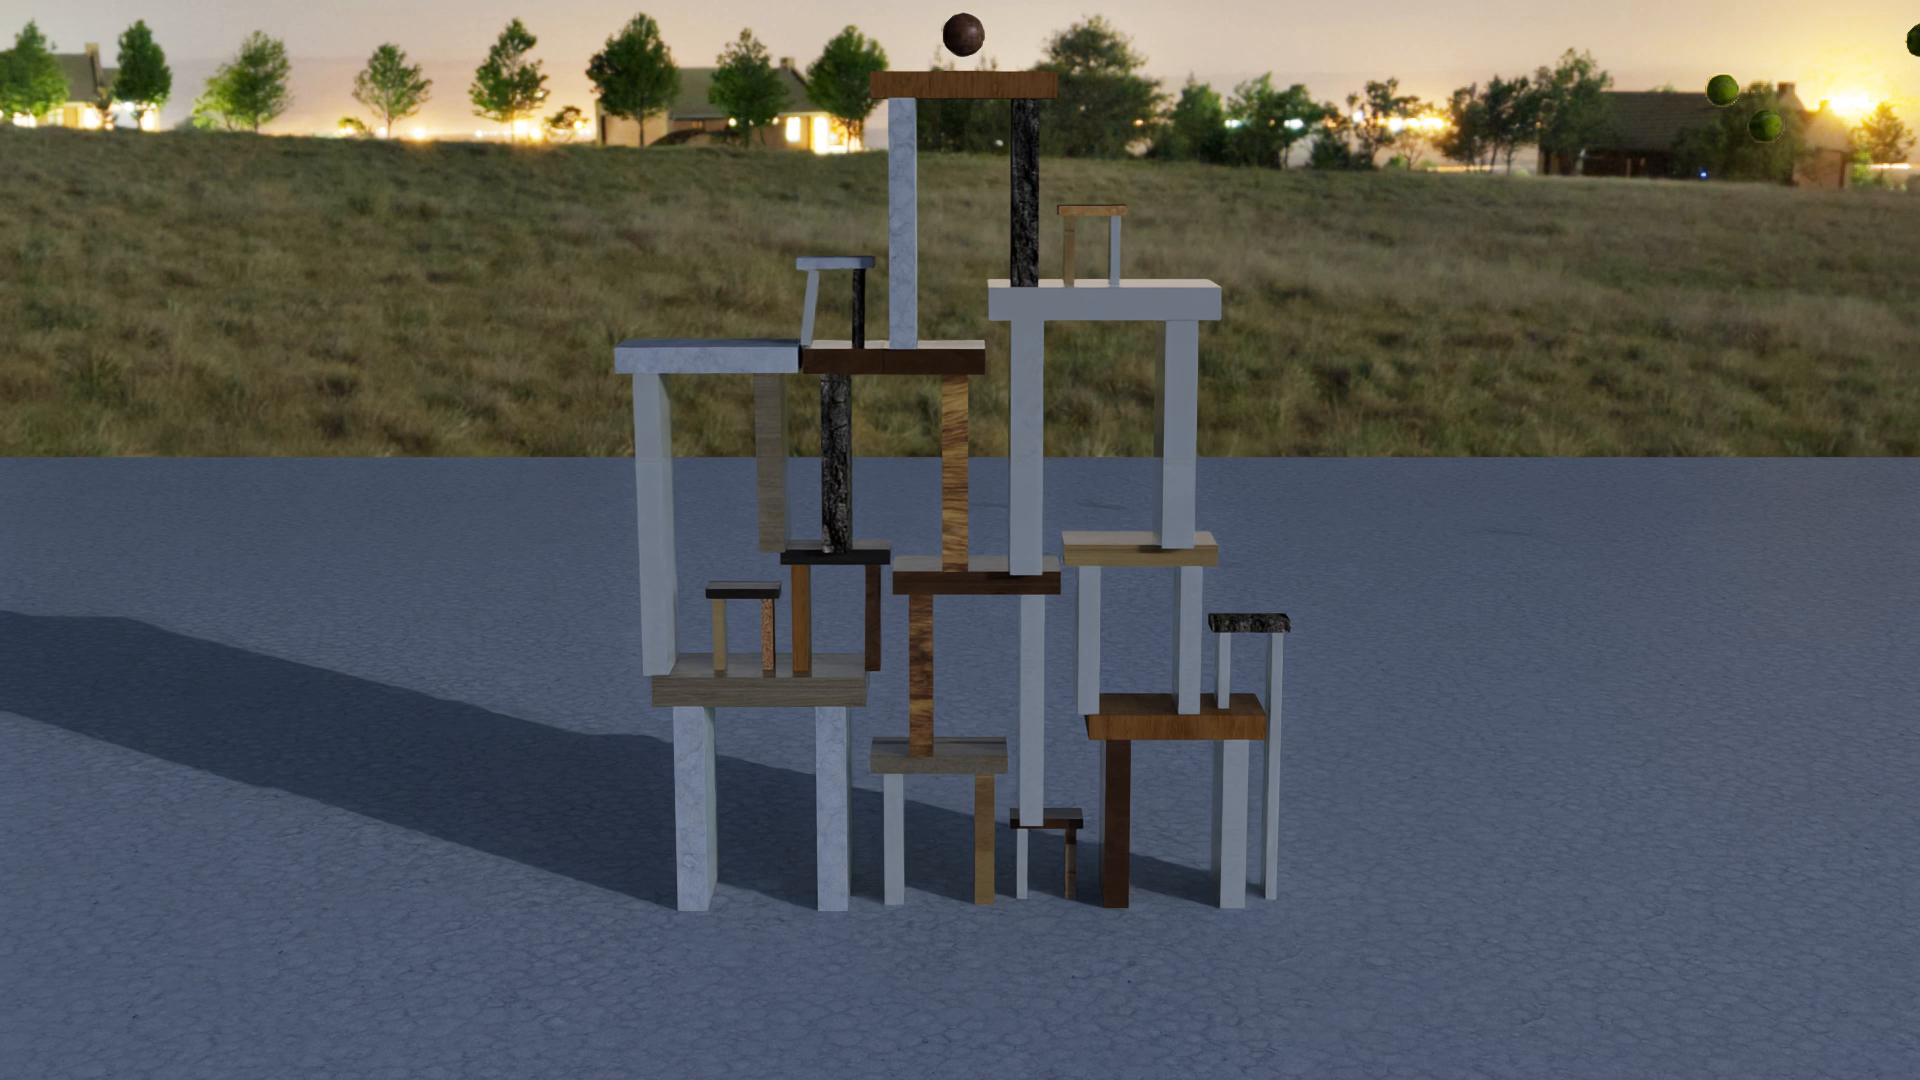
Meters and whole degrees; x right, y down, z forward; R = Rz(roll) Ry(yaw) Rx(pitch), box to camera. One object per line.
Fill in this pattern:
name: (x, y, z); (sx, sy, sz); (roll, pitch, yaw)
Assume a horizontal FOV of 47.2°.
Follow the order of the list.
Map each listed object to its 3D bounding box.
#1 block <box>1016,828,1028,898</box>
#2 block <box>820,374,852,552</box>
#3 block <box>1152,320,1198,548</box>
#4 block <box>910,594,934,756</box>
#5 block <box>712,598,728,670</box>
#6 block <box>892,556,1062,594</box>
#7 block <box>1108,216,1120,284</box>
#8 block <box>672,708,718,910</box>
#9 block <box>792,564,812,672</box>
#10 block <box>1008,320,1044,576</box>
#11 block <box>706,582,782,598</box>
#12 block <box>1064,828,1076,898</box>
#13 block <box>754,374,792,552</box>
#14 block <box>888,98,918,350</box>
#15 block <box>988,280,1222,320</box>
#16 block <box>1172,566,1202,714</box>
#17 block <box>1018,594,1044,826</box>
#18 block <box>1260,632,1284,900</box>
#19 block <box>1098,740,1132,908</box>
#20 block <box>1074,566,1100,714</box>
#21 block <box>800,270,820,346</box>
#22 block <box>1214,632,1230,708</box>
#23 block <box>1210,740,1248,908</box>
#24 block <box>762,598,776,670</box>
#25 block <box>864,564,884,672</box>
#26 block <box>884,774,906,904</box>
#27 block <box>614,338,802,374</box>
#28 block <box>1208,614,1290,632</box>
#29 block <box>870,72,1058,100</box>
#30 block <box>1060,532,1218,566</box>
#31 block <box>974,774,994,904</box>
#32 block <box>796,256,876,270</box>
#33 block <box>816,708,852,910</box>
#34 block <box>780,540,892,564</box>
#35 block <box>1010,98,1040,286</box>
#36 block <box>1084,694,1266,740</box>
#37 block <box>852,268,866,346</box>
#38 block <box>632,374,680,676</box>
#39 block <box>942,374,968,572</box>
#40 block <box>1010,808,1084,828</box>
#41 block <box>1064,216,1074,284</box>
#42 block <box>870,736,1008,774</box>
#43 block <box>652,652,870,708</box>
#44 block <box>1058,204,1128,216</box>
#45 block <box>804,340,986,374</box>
block: (0.103, 0.530, 3.663); (0.017, 0.121, 0.060); (0, 11, 0)
block: (-0.198, -0.133, 3.540); (0.040, 0.284, 0.142); (0, 11, 0)
block: (0.344, -0.180, 3.522); (0.051, 0.359, 0.180); (0, 11, 0)
block: (-0.062, 0.207, 3.602); (0.038, 0.268, 0.134); (0, 10, 0)
block: (-0.391, 0.148, 3.584); (0.017, 0.118, 0.059); (0, 11, 0)
block: (0.027, 0.056, 3.574); (0.268, 0.038, 0.134); (0, 11, 0)
block: (0.243, -0.459, 3.470); (0.015, 0.107, 0.054); (0, 11, 0)
block: (-0.436, 0.421, 3.641); (0.049, 0.343, 0.171); (0, 11, 0)
block: (-0.258, 0.118, 3.585); (0.025, 0.176, 0.088); (0, 11, 0)
block: (0.104, -0.159, 3.526); (0.051, 0.402, 0.180); (0, 11, 0)
block: (-0.351, 0.081, 3.572); (0.118, 0.017, 0.059); (0, 11, 0)
block: (0.183, 0.530, 3.663); (0.017, 0.121, 0.060); (0, 11, 0)
block: (-0.301, -0.134, 3.542); (0.041, 0.286, 0.143); (-1, 11, 0)
block: (-0.089, -0.499, 3.463); (0.041, 0.384, 0.143); (0, 11, 0)
block: (0.224, -0.381, 3.485); (0.359, 0.051, 0.180); (0, 11, 0)
block: (0.369, 0.151, 3.583); (0.035, 0.244, 0.122); (0, 11, 0)
block: (0.116, 0.264, 3.613); (0.038, 0.385, 0.134); (0, 11, 0)
block: (0.515, 0.367, 3.632); (0.018, 0.453, 0.063); (0, 11, 0)
block: (0.256, 0.450, 3.643); (0.040, 0.285, 0.143); (0, 11, 0)
block: (0.207, 0.151, 3.583); (0.035, 0.244, 0.122); (0, 11, 0)
block: (-0.238, -0.371, 3.491); (0.017, 0.120, 0.060); (7, 10, -4)
block: (0.430, 0.206, 3.603); (0.018, 0.127, 0.063); (0, 11, 1)
block: (0.446, 0.450, 3.643); (0.040, 0.285, 0.143); (0, 11, 0)
block: (-0.312, 0.148, 3.584); (0.017, 0.118, 0.059); (0, 11, 0)
block: (-0.140, 0.118, 3.585); (0.025, 0.175, 0.088); (1, 11, 0)
block: (-0.108, 0.480, 3.651); (0.032, 0.223, 0.112); (0, 11, 0)
block: (-0.399, -0.294, 3.508); (0.286, 0.041, 0.143); (0, 11, -1)
block: (0.472, 0.135, 3.589); (0.127, 0.018, 0.063); (0, 11, 1)
block: (0.006, -0.708, 3.425); (0.286, 0.041, 0.143); (0, 11, 0)
block: (0.288, 0.014, 3.558); (0.244, 0.035, 0.122); (0, 11, 0)
block: (0.040, 0.480, 3.651); (0.032, 0.223, 0.112); (0, 11, 0)
block: (-0.196, -0.439, 3.475); (0.120, 0.017, 0.060); (0, 11, 2)
block: (-0.208, 0.421, 3.641); (0.049, 0.343, 0.171); (0, 11, 0)
block: (-0.200, 0.020, 3.567); (0.175, 0.025, 0.088); (0, 11, 0)
block: (0.101, -0.547, 3.455); (0.041, 0.286, 0.143); (0, 11, 0)
block: (0.351, 0.290, 3.614); (0.285, 0.040, 0.143); (0, 11, 0)
block: (-0.161, -0.371, 3.487); (0.017, 0.122, 0.060); (1, 11, 0)
block: (-0.490, -0.034, 3.554); (0.041, 0.487, 0.143); (0, 11, 0)
block: (-0.008, -0.117, 3.543); (0.040, 0.315, 0.142); (0, 11, 0)
block: (0.143, 0.462, 3.651); (0.121, 0.017, 0.060); (0, 11, 0)
block: (0.172, -0.459, 3.470); (0.015, 0.107, 0.054); (0, 11, 0)
block: (-0.034, 0.355, 3.627); (0.223, 0.032, 0.112); (0, 11, 0)
block: (-0.322, 0.228, 3.606); (0.343, 0.049, 0.171); (0, 11, 0)
block: (0.208, -0.519, 3.459); (0.107, 0.015, 0.054); (0, 11, 0)
block: (-0.103, -0.292, 3.510); (0.284, 0.040, 0.142); (0, 11, 0)
